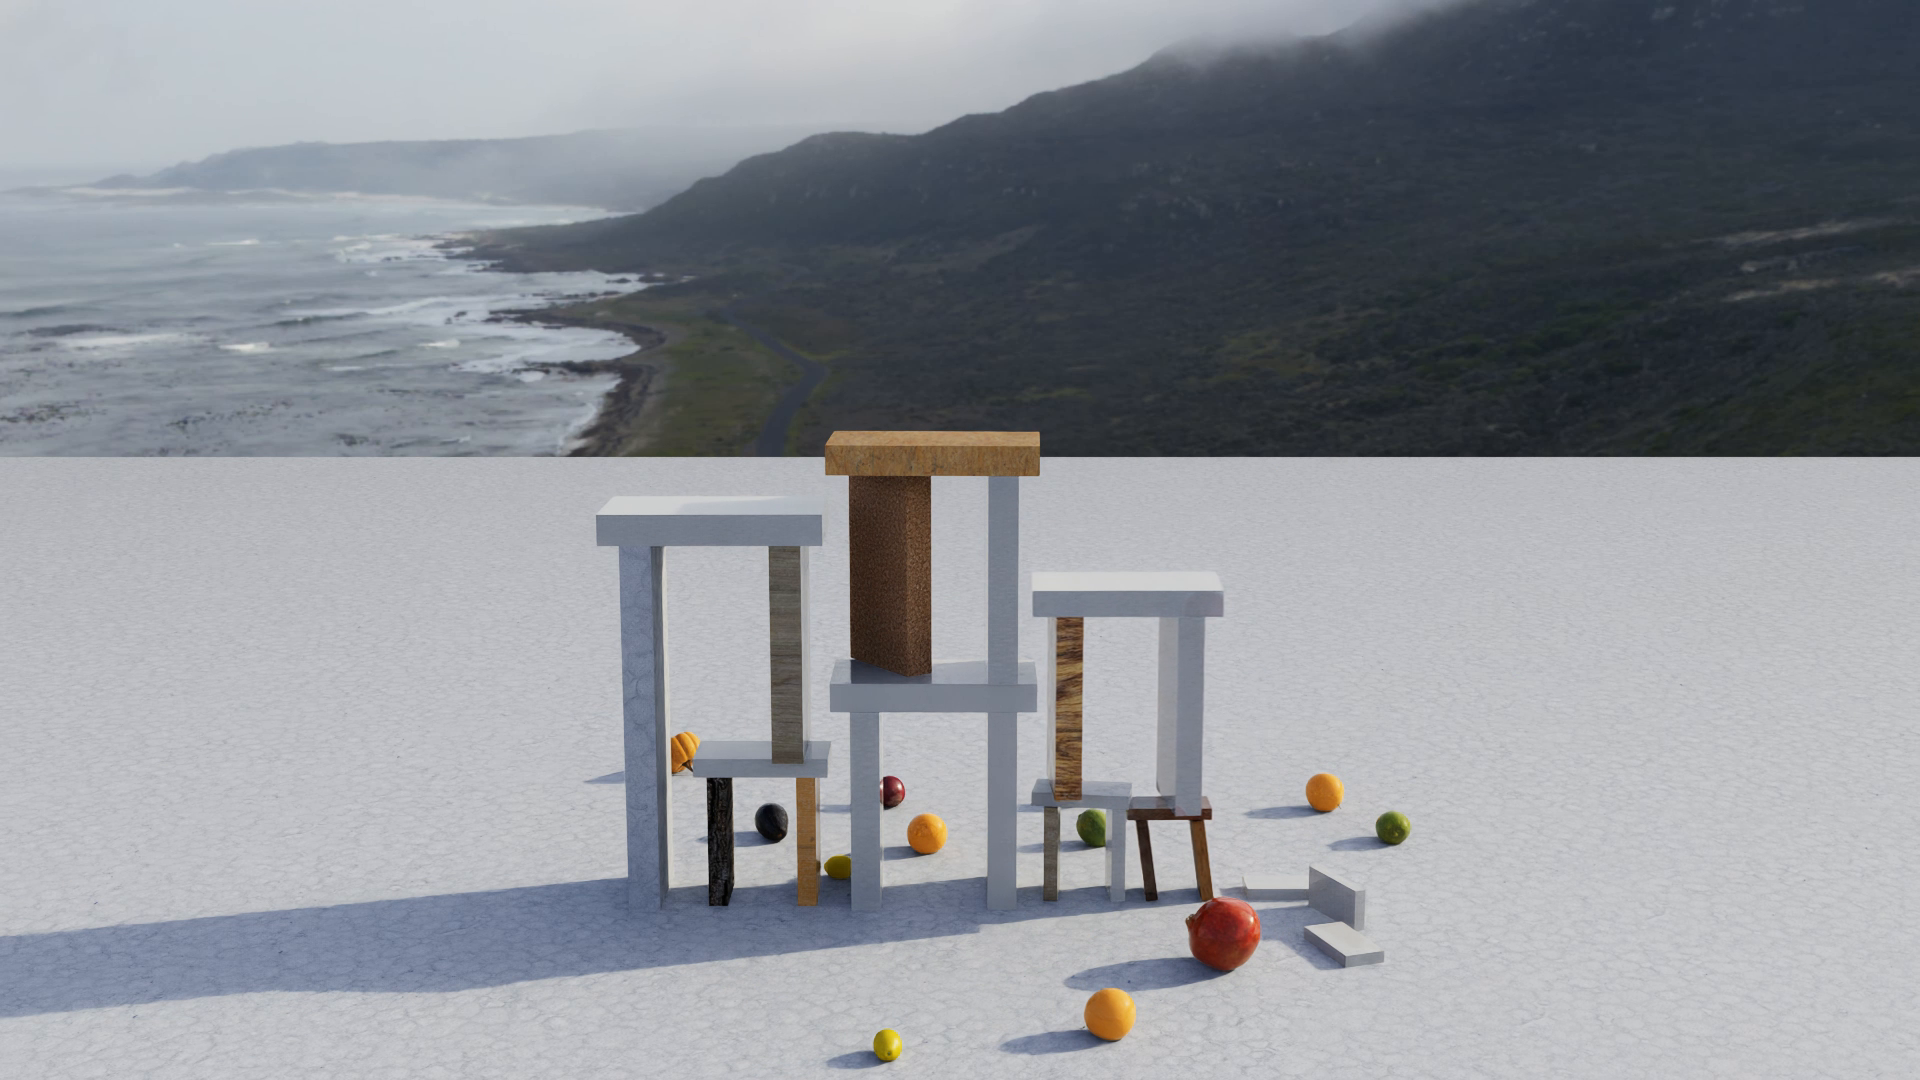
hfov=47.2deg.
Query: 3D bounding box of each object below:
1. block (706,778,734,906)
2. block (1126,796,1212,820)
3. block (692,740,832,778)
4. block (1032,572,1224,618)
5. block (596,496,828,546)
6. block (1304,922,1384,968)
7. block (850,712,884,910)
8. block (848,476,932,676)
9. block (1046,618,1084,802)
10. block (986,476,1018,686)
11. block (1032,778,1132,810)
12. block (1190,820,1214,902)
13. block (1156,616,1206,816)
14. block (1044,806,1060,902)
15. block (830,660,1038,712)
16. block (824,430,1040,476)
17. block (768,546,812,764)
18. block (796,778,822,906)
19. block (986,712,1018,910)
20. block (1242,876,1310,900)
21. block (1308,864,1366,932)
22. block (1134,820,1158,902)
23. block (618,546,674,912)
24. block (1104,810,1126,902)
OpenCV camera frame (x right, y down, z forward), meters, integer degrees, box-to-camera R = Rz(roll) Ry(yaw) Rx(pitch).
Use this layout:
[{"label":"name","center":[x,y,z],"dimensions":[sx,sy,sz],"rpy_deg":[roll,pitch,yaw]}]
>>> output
[{"label":"block","center":[-0.396,0.483,3.645],"dimensions":[0.031,0.219,0.109],"rpy_deg":[0,11,0]},{"label":"block","center":[0.343,0.443,3.638],"dimensions":[0.139,0.020,0.069],"rpy_deg":[0,11,-1]},{"label":"block","center":[-0.324,0.361,3.622],"dimensions":[0.219,0.031,0.109],"rpy_deg":[0,11,0]},{"label":"block","center":[0.270,0.088,3.582],"dimensions":[0.304,0.043,0.152],"rpy_deg":[0,11,2]},{"label":"block","center":[-0.396,-0.031,3.557],"dimensions":[0.356,0.050,0.178],"rpy_deg":[0,11,0]},{"label":"block","center":[0.596,0.628,3.415],"dimensions":[0.067,0.019,0.134],"rpy_deg":[-4,11,-19]},{"label":"block","center":[-0.154,0.426,3.643],"dimensions":[0.047,0.333,0.166],"rpy_deg":[0,11,0]},{"label":"block","center":[-0.115,0.041,3.616],"dimensions":[0.048,0.338,0.169],"rpy_deg":[-8,13,-36]},{"label":"block","center":[0.172,0.260,3.613],"dimensions":[0.043,0.304,0.152],"rpy_deg":[-1,11,-3]},{"label":"block","center":[0.068,0.051,3.567],"dimensions":[0.048,0.338,0.169],"rpy_deg":[0,11,-1]},{"label":"block","center":[0.203,0.421,3.642],"dimensions":[0.160,0.023,0.080],"rpy_deg":[2,11,9]},{"label":"block","center":[0.400,0.522,3.652],"dimensions":[0.020,0.139,0.069],"rpy_deg":[-8,10,1]},{"label":"block","center":[0.361,0.272,3.608],"dimensions":[0.043,0.329,0.152],"rpy_deg":[-1,11,-6]},{"label":"block","center":[0.153,0.511,3.658],"dimensions":[0.023,0.160,0.080],"rpy_deg":[1,11,6]},{"label":"block","center":[-0.042,0.239,3.609],"dimensions":[0.333,0.047,0.167],"rpy_deg":[0,11,0]},{"label":"block","center":[-0.041,-0.140,3.537],"dimensions":[0.338,0.048,0.169],"rpy_deg":[0,11,2]},{"label":"block","center":[-0.277,0.169,3.595],"dimensions":[0.050,0.356,0.178],"rpy_deg":[0,11,0]},{"label":"block","center":[-0.251,0.483,3.645],"dimensions":[0.031,0.219,0.109],"rpy_deg":[0,11,0]},{"label":"block","center":[0.069,0.426,3.642],"dimensions":[0.047,0.333,0.167],"rpy_deg":[0,11,0]},{"label":"block","center":[0.543,0.580,3.670],"dimensions":[0.134,0.019,0.067],"rpy_deg":[0,11,0]},{"label":"block","center":[0.608,0.578,3.552],"dimensions":[0.019,0.067,0.134],"rpy_deg":[-5,11,-23]},{"label":"block","center":[0.308,0.522,3.653],"dimensions":[0.020,0.139,0.069],"rpy_deg":[-8,10,1]},{"label":"block","center":[-0.514,0.291,3.617],"dimensions":[0.050,0.606,0.178],"rpy_deg":[0,11,0]},{"label":"block","center":[0.258,0.511,3.656],"dimensions":[0.023,0.160,0.080],"rpy_deg":[-1,11,-4]}]
